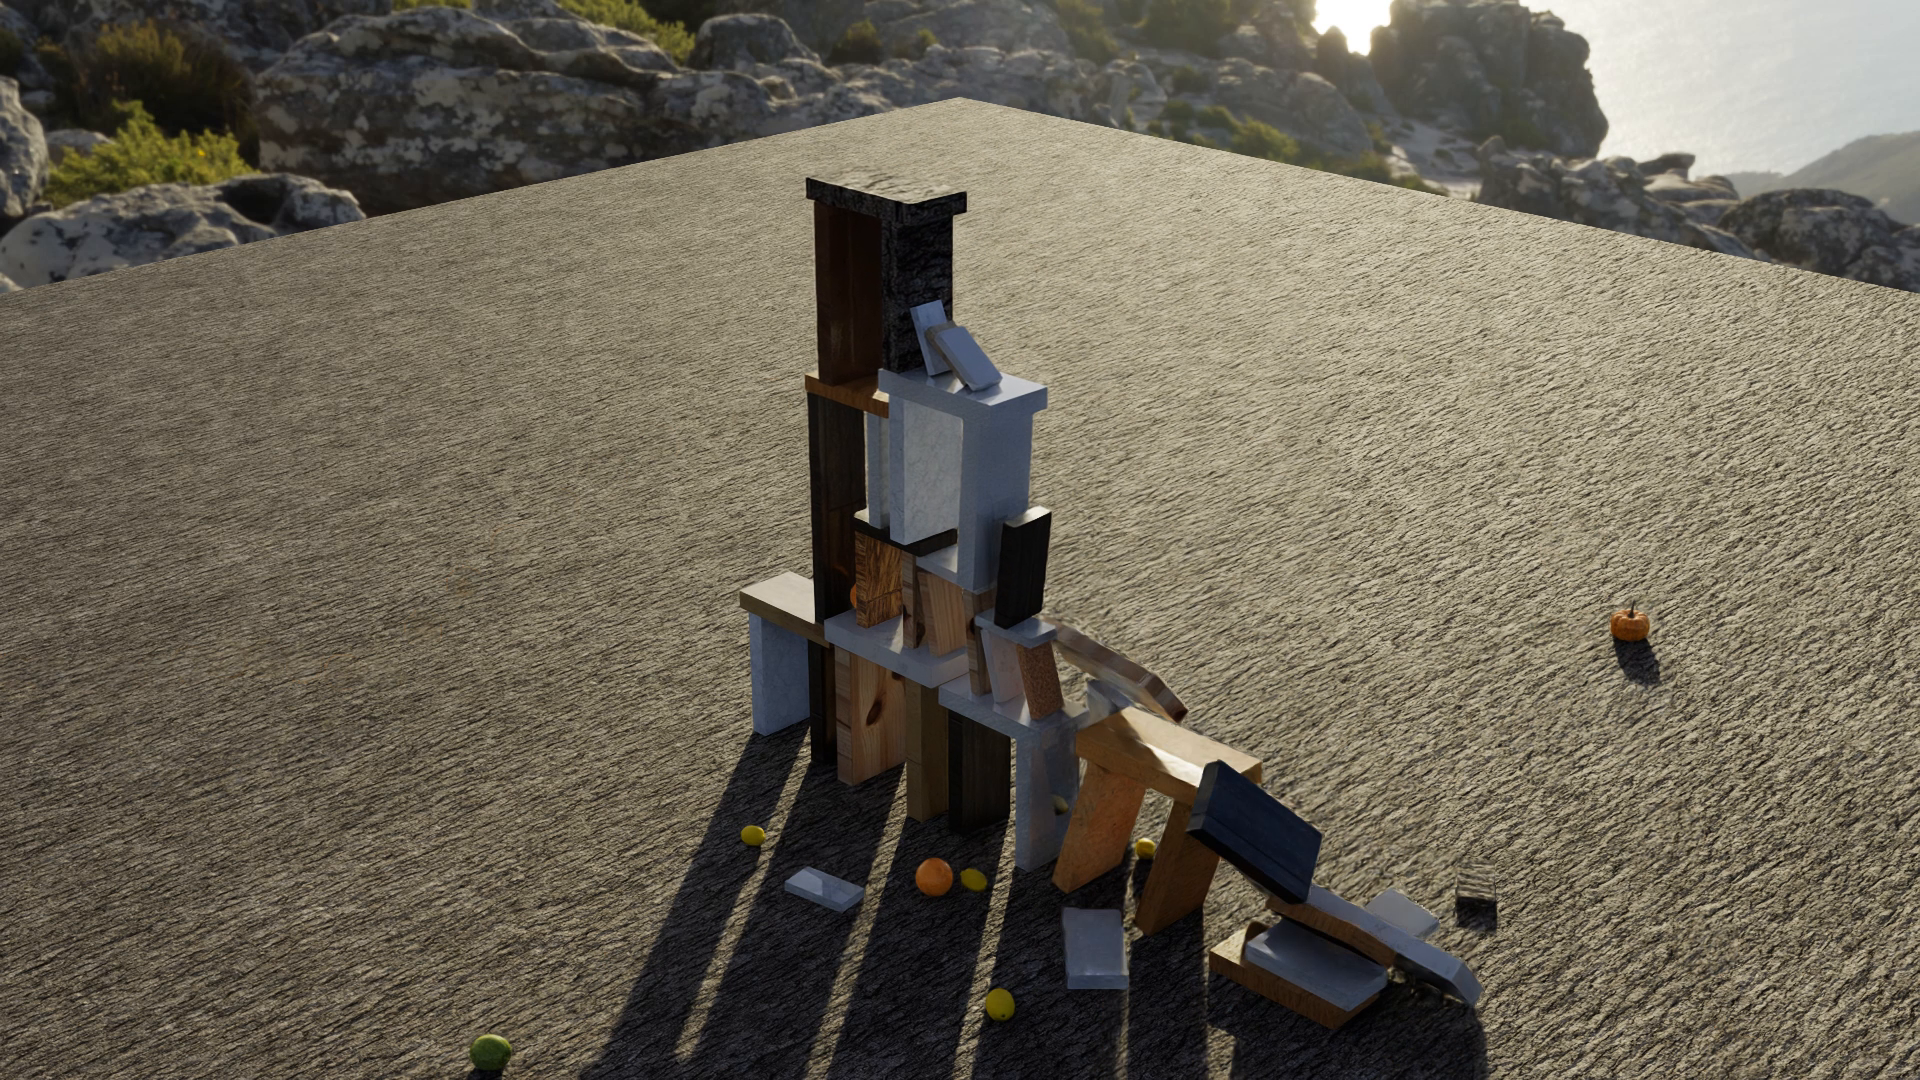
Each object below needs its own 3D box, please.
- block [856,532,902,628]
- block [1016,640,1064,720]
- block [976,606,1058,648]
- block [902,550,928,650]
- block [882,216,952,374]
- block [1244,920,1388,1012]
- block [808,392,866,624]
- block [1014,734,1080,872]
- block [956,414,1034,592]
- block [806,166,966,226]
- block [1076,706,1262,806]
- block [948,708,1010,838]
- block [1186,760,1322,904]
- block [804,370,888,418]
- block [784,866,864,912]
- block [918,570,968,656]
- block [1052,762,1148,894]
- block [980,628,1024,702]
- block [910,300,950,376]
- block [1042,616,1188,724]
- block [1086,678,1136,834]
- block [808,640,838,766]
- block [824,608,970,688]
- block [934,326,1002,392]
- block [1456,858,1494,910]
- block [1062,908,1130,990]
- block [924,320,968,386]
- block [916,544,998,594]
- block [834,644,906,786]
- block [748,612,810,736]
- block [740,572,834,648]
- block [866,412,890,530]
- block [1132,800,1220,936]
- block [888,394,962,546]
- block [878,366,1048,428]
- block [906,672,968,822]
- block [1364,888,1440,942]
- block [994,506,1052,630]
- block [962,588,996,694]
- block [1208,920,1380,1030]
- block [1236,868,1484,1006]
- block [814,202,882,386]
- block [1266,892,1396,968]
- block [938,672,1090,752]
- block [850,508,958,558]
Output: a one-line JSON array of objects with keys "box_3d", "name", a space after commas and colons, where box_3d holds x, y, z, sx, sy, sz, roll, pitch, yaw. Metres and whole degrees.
[{"box_3d": [-0.162, 0.067, 4.432, 0.029, 0.204, 0.102, 21, 31, 41], "name": "block"}, {"box_3d": [0.152, 0.258, 4.165, 0.073, 0.146, 0.021, -21, 13, -40], "name": "block"}, {"box_3d": [0.106, 0.163, 4.174, 0.073, 0.021, 0.146, -21, 31, -41], "name": "block"}, {"box_3d": [-0.066, 0.104, 4.343, 0.102, 0.204, 0.029, -21, 31, -40], "name": "block"}, {"box_3d": [-0.079, -0.469, 4.118, 0.041, 0.288, 0.144, 22, 31, 40], "name": "block"}, {"box_3d": [0.625, 0.746, 3.864, 0.113, 0.032, 0.226, -21, 31, -40], "name": "block"}, {"box_3d": [-0.247, -0.074, 4.466, 0.117, 0.499, 0.033, -20, 30, -39], "name": "block"}, {"box_3d": [0.169, 0.491, 4.251, 0.137, 0.275, 0.039, -21, 31, -41], "name": "block"}, {"box_3d": [0.065, -0.084, 4.117, 0.042, 0.337, 0.149, 23, 32, 37], "name": "block"}, {"box_3d": [-0.139, -0.646, 4.116, 0.144, 0.041, 0.288, -21, 31, -40], "name": "block"}, {"box_3d": [0.376, 0.395, 3.987, 0.308, 0.044, 0.154, 21, 31, 40], "name": "block"}, {"box_3d": [0.040, 0.441, 4.370, 0.039, 0.274, 0.137, 21, 31, 41], "name": "block"}, {"box_3d": [0.518, 0.513, 3.852, 0.039, 0.272, 0.136, -20, 41, 49], "name": "block"}, {"box_3d": [-0.182, -0.296, 4.305, 0.117, 0.033, 0.235, -21, 31, -40], "name": "block"}, {"box_3d": [-0.257, 0.663, 4.173, 0.138, 0.020, 0.069, 15, 27, 32], "name": "block"}, {"box_3d": [-0.032, 0.133, 4.317, 0.085, 0.170, 0.024, -21, 19, -41], "name": "block"}, {"box_3d": [0.275, 0.517, 4.150, 0.154, 0.308, 0.044, -21, 48, -41], "name": "block"}, {"box_3d": [0.084, 0.232, 4.226, 0.021, 0.146, 0.073, 1, 17, 45], "name": "block"}, {"box_3d": [-0.047, -0.378, 4.109, 0.065, 0.131, 0.018, -21, 9, -41], "name": "block"}, {"box_3d": [0.281, 0.240, 4.126, 0.032, 0.113, 0.387, -48, 31, -9], "name": "block"}, {"box_3d": [0.294, 0.429, 4.295, 0.030, 0.343, 0.107, -27, 44, -28], "name": "block"}, {"box_3d": [-0.251, 0.321, 4.640, 0.040, 0.284, 0.142, 21, 31, 41], "name": "block"}, {"box_3d": [-0.111, 0.205, 4.424, 0.156, 0.044, 0.311, -21, 31, -41], "name": "block"}, {"box_3d": [0.016, -0.334, 4.049, 0.065, 0.018, 0.130, -21, 66, -40], "name": "block"}, {"box_3d": [0.982, 0.655, 4.191, 0.069, 0.020, 0.138, 5, 23, 11], "name": "block"}, {"box_3d": [0.243, 0.739, 3.979, 0.107, 0.030, 0.214, 1, 23, -1], "name": "block"}, {"box_3d": [-0.002, -0.346, 4.076, 0.065, 0.018, 0.130, -21, 68, -41], "name": "block"}, {"box_3d": [0.004, 0.054, 4.244, 0.085, 0.024, 0.170, -21, 34, -40], "name": "block"}, {"box_3d": [-0.184, 0.340, 4.561, 0.044, 0.311, 0.156, 21, 31, 40], "name": "block"}, {"box_3d": [-0.385, 0.269, 4.764, 0.040, 0.284, 0.142, 21, 31, 41], "name": "block"}, {"box_3d": [-0.318, 0.145, 4.639, 0.284, 0.040, 0.142, 21, 31, 41], "name": "block"}, {"box_3d": [-0.125, -0.149, 4.305, 0.117, 0.235, 0.033, -21, 31, -40], "name": "block"}, {"box_3d": [0.419, 0.573, 4.017, 0.154, 0.308, 0.044, -21, 48, -40], "name": "block"}, {"box_3d": [-0.066, -0.152, 4.231, 0.149, 0.298, 0.042, -20, 30, -39], "name": "block"}, {"box_3d": [0.003, -0.282, 4.099, 0.149, 0.042, 0.298, -21, 30, -40], "name": "block"}, {"box_3d": [-0.037, 0.397, 4.426, 0.044, 0.311, 0.156, 21, 31, 41], "name": "block"}, {"box_3d": [0.814, 0.697, 4.054, 0.069, 0.020, 0.138, -32, 30, -15], "name": "block"}, {"box_3d": [0.118, 0.052, 4.133, 0.030, 0.214, 0.107, 24, 33, 34], "name": "block"}, {"box_3d": [0.052, 0.186, 4.248, 0.085, 0.212, 0.024, -21, 24, -41], "name": "block"}, {"box_3d": [0.591, 0.769, 3.899, 0.272, 0.039, 0.136, 21, 30, 40], "name": "block"}, {"box_3d": [0.707, 0.689, 3.939, 0.476, 0.136, 0.039, 25, 75, 39], "name": "block"}, {"box_3d": [-0.211, -0.488, 4.255, 0.144, 0.360, 0.041, -21, 31, -40], "name": "block"}, {"box_3d": [0.651, 0.685, 3.872, 0.113, 0.032, 0.226, 34, -10, -30], "name": "block"}, {"box_3d": [0.104, 0.322, 4.250, 0.274, 0.039, 0.137, 21, 31, 41], "name": "block"}, {"box_3d": [-0.113, -0.022, 4.342, 0.102, 0.029, 0.204, -21, 31, -40], "name": "block"}]
